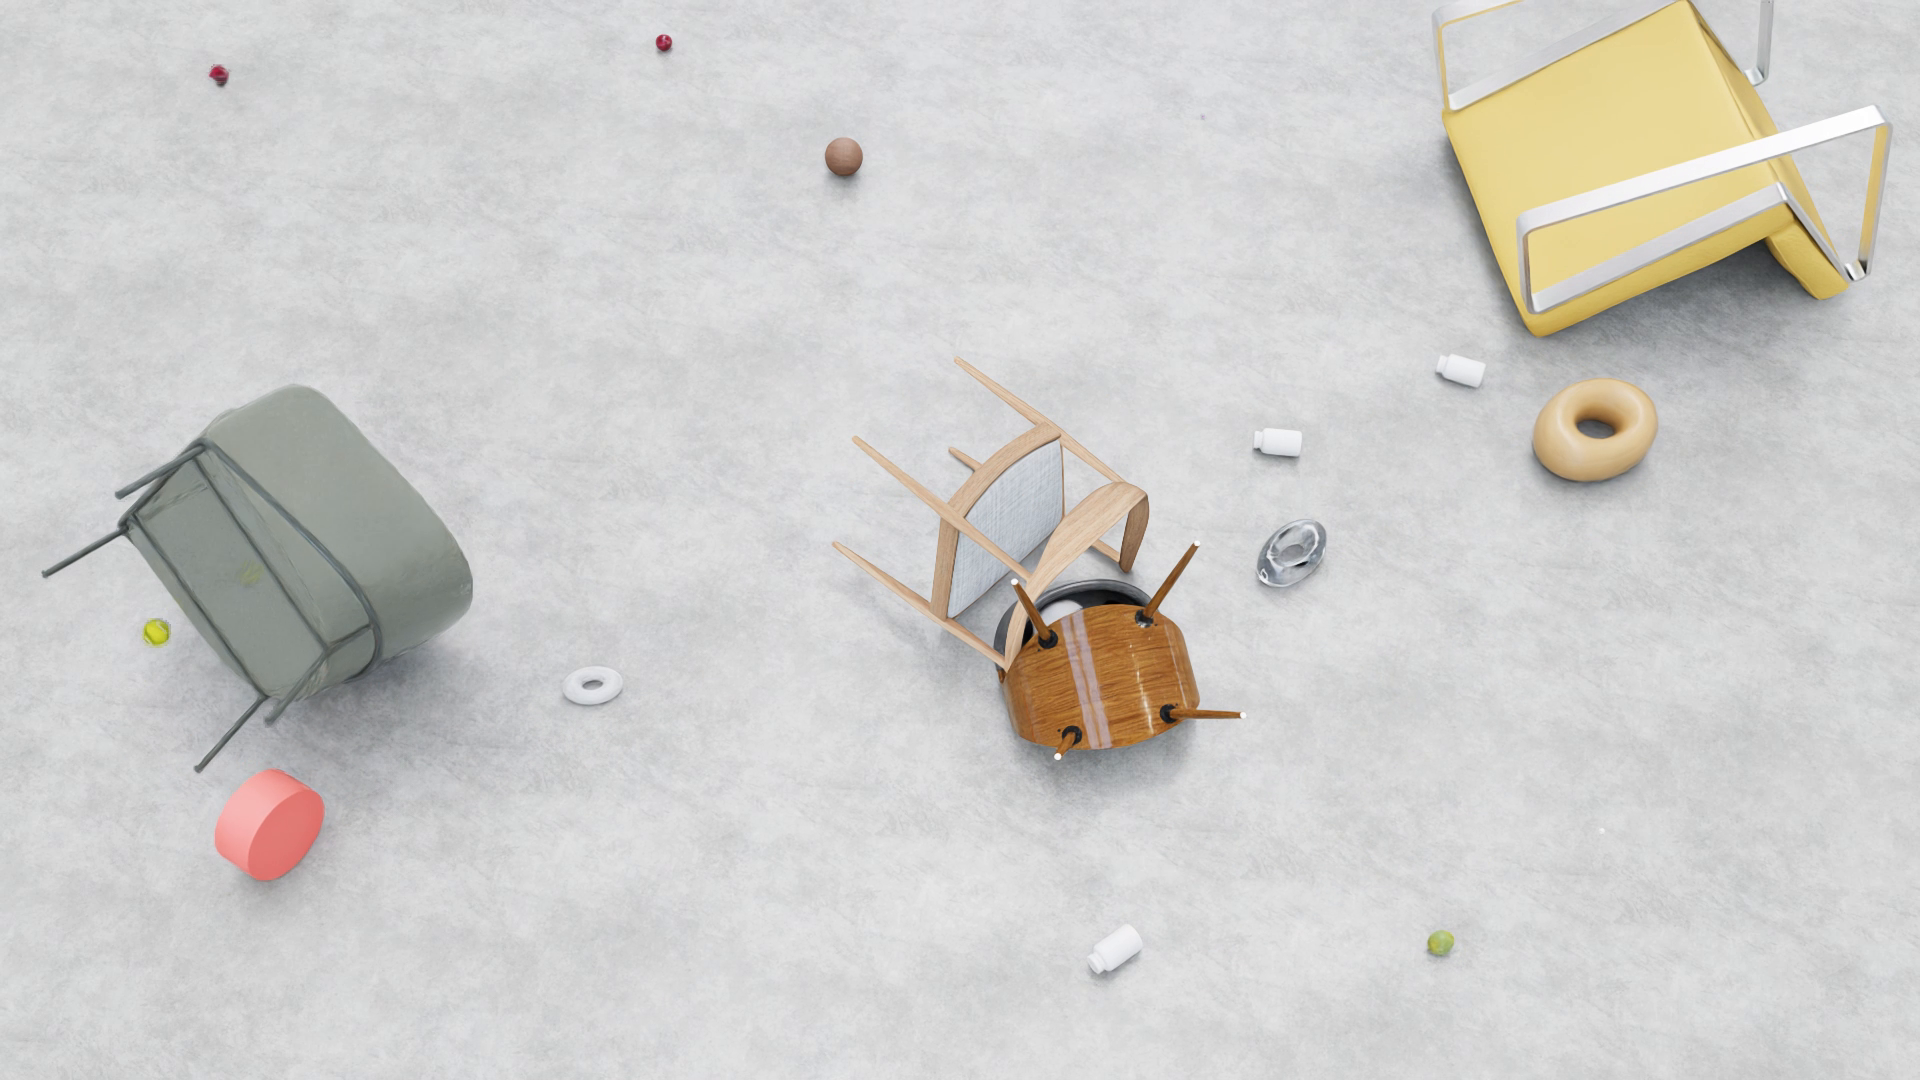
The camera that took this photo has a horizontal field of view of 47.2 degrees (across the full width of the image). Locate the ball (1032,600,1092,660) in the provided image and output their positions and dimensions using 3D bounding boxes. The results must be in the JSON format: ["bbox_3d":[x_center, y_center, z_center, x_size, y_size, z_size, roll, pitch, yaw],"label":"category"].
[{"bbox_3d":[0.293,0.256,6.300,0.170,0.170,0.170,0,56,0],"label":"ball"}]

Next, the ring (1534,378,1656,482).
[{"bbox_3d":[1.938,-0.337,6.705,0.419,0.157,0.318,-26,63,-20],"label":"ring"}]

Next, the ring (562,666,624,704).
[{"bbox_3d":[-1.047,0.414,6.271,0.173,0.043,0.120,-5,55,-4],"label":"ring"}]

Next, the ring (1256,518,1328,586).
[{"bbox_3d":[0.982,0.037,6.499,0.161,0.083,0.266,39,65,21],"label":"ring"}]

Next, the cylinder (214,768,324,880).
[{"bbox_3d":[-1.846,0.761,5.884,0.119,0.298,0.271,28,74,18],"label":"cylinder"}]
